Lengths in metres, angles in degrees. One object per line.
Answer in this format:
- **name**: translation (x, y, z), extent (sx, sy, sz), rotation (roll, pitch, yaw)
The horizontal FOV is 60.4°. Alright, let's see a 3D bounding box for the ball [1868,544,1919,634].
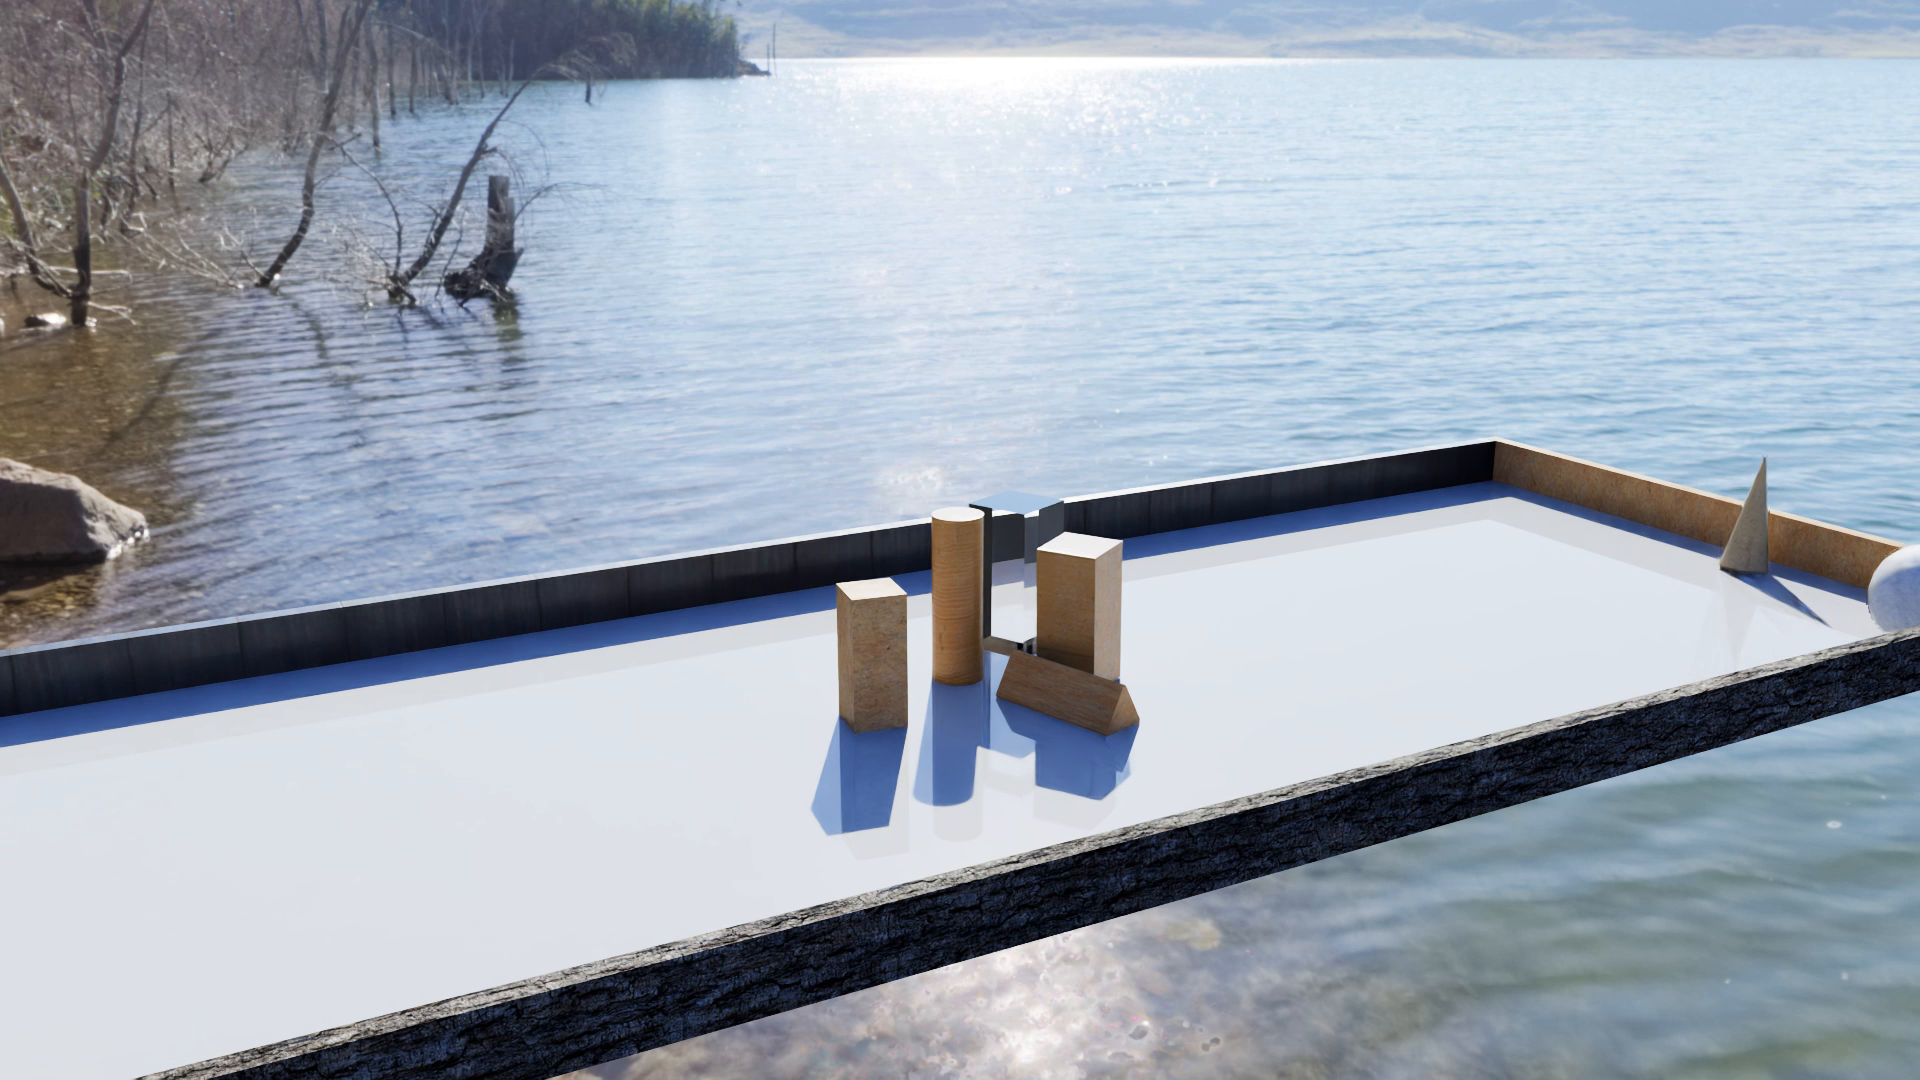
- **ball**: translation (2.556, 0.149, 4.351), extent (0.281, 0.281, 0.281), rotation (0, 16, 0)

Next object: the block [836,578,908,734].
- **block**: translation (-0.205, 0.269, 3.860), extent (0.131, 0.326, 0.131), rotation (-6, 17, -19)

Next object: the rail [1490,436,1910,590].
- **rail**: translation (2.466, -0.048, 5.253), extent (0.050, 0.150, 2.100), rotation (-9, 18, -27)

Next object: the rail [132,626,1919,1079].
- **rail**: translation (-2.336, 1.006, 1.665), extent (12.000, 0.150, 0.050), rotation (-9, 18, -27)

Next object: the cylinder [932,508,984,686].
- **cylinder**: translation (-0.006, 0.141, 4.116), extent (0.130, 0.428, 0.130), rotation (0, 16, 0)

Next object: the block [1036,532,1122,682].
- **block**: translation (0.296, 0.183, 4.088), extent (0.157, 0.359, 0.157), rotation (9, 20, 28)

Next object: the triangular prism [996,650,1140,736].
- **triangular prism**: translation (0.256, 0.353, 3.952), extent (0.349, 0.107, 0.124), rotation (15, 22, 42)

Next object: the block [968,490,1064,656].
- **block**: translation (0.148, 0.089, 4.356), extent (0.179, 0.393, 0.179), rotation (12, 20, 36)

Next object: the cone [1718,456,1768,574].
- **cone**: translation (2.408, -0.087, 4.999), extent (0.138, 0.357, 0.138), rotation (4, 14, -1)

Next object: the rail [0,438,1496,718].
- **rail**: translation (-3.305, 0.497, 3.399), extent (12.000, 0.150, 0.050), rotation (-9, 18, -27)
